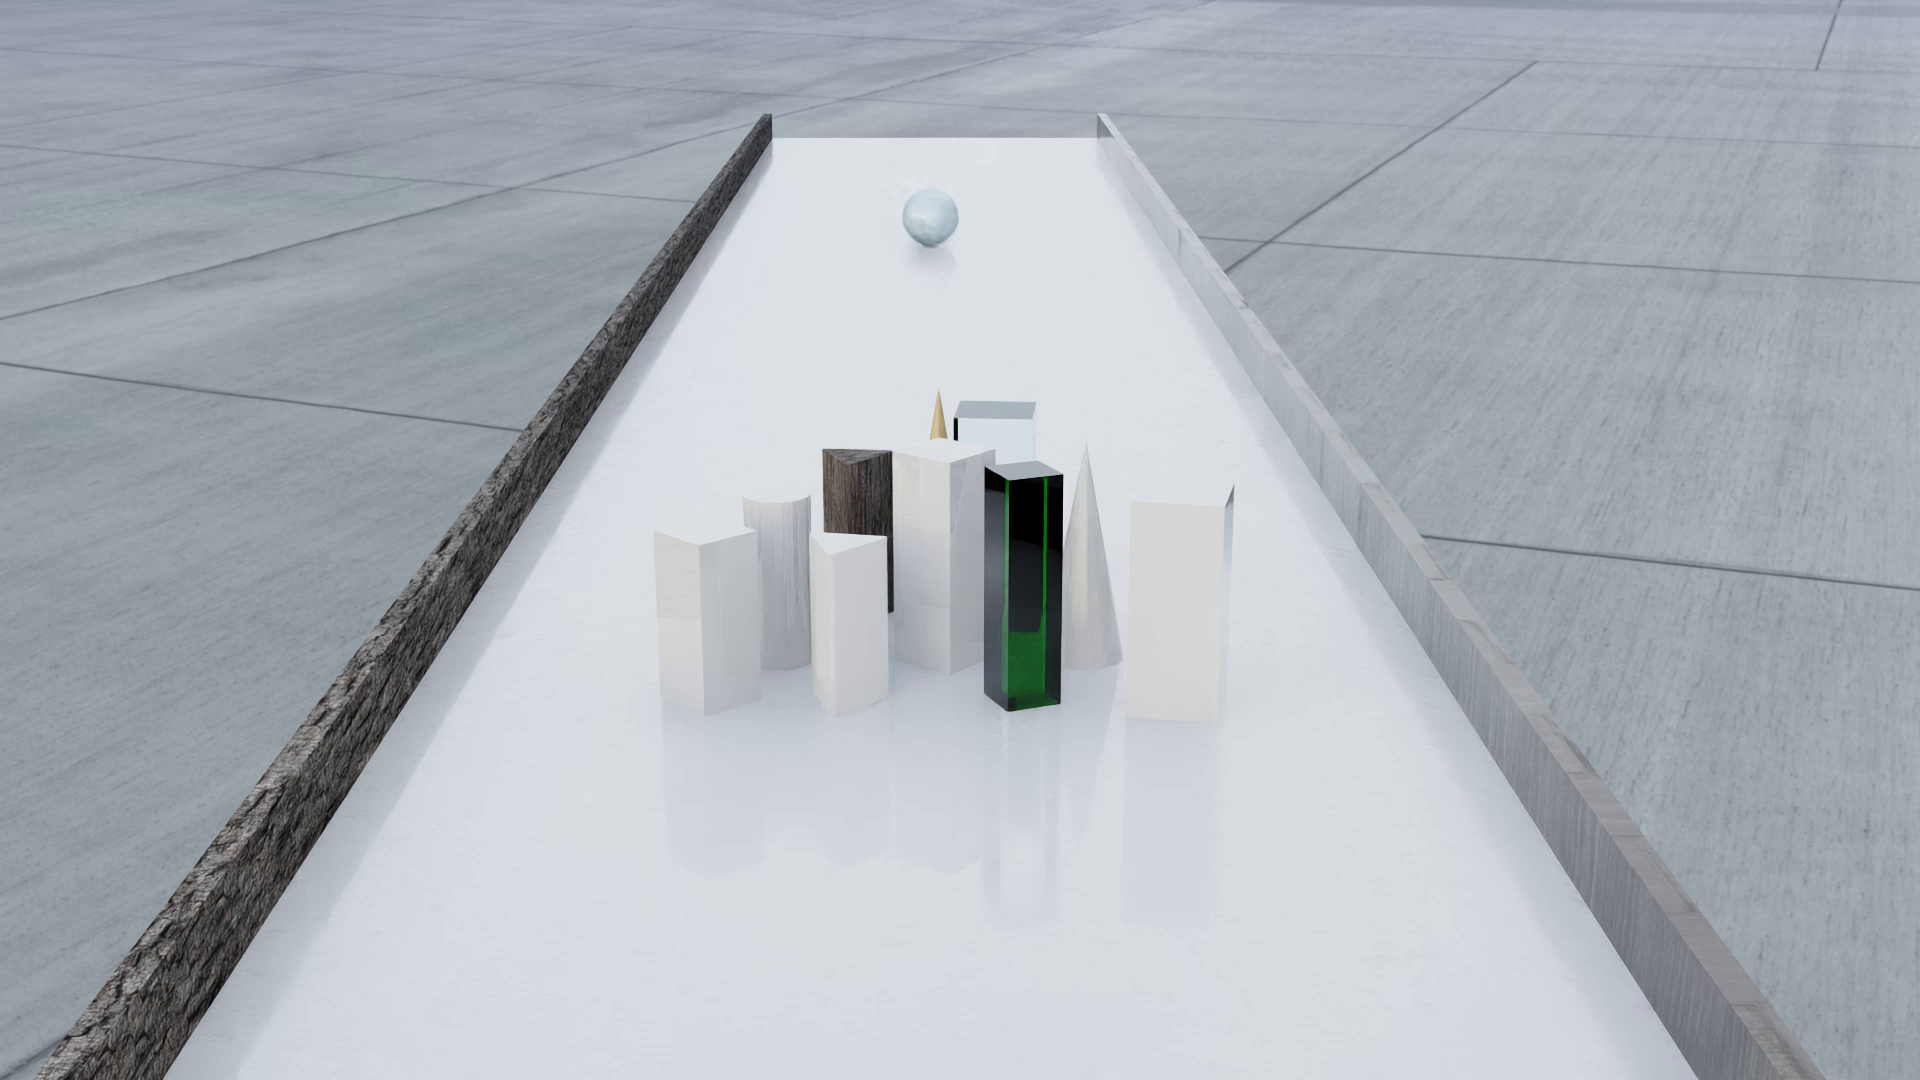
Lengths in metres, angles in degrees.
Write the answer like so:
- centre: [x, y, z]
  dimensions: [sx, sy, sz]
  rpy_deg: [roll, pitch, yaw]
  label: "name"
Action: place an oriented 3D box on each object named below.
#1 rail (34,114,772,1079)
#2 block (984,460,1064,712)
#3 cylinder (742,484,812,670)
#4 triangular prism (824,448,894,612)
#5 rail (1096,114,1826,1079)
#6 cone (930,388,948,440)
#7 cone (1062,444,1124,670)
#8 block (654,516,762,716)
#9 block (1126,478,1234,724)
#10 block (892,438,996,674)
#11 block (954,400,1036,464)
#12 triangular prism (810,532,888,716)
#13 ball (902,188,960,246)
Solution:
- centre: [-1.118, -0.838, 7.780]
  dimensions: [0.050, 0.150, 12.000]
  rpy_deg: [0, 17, -1]
  label: "rail"
- centre: [0.118, 0.087, 4.143]
  dimensions: [0.111, 0.452, 0.111]
  rpy_deg: [-7, 18, -22]
  label: "block"
- centre: [-0.361, 0.074, 4.373]
  dimensions: [0.134, 0.345, 0.134]
  rpy_deg: [0, 17, 0]
  label: "cylinder"
- centre: [-0.237, -0.012, 4.648]
  dimensions: [0.127, 0.354, 0.147]
  rpy_deg: [12, 20, 34]
  label: "triangular prism"
- centre: [0.932, -0.844, 7.801]
  dimensions: [0.050, 0.150, 12.000]
  rpy_deg: [0, 17, -1]
  label: "rail"
- centre: [-0.047, -0.122, 4.855]
  dimensions: [0.152, 0.446, 0.152]
  rpy_deg: [0, 17, 0]
  label: "cone"
- centre: [0.247, 0.018, 4.375]
  dimensions: [0.166, 0.451, 0.166]
  rpy_deg: [0, 17, 0]
  label: "cone"
- centre: [-0.476, 0.143, 4.158]
  dimensions: [0.137, 0.335, 0.137]
  rpy_deg: [-16, 23, -42]
  label: "block"
- centre: [0.412, 0.111, 4.117]
  dimensions: [0.172, 0.419, 0.172]
  rpy_deg: [4, 17, 12]
  label: "block"
- centre: [-0.031, 0.030, 4.367]
  dimensions: [0.143, 0.432, 0.143]
  rpy_deg: [13, 21, 37]
  label: "block"
- centre: [0.074, -0.057, 4.636]
  dimensions: [0.162, 0.446, 0.162]
  rpy_deg: [1, 17, 5]
  label: "block"
- centre: [-0.235, 0.150, 4.163]
  dimensions: [0.129, 0.318, 0.149]
  rpy_deg: [14, 22, 40]
  label: "triangular prism"
- centre: [-0.127, -1.394, 9.482]
  dimensions: [0.246, 0.246, 0.246]
  rpy_deg: [0, 17, 0]
  label: "ball"
